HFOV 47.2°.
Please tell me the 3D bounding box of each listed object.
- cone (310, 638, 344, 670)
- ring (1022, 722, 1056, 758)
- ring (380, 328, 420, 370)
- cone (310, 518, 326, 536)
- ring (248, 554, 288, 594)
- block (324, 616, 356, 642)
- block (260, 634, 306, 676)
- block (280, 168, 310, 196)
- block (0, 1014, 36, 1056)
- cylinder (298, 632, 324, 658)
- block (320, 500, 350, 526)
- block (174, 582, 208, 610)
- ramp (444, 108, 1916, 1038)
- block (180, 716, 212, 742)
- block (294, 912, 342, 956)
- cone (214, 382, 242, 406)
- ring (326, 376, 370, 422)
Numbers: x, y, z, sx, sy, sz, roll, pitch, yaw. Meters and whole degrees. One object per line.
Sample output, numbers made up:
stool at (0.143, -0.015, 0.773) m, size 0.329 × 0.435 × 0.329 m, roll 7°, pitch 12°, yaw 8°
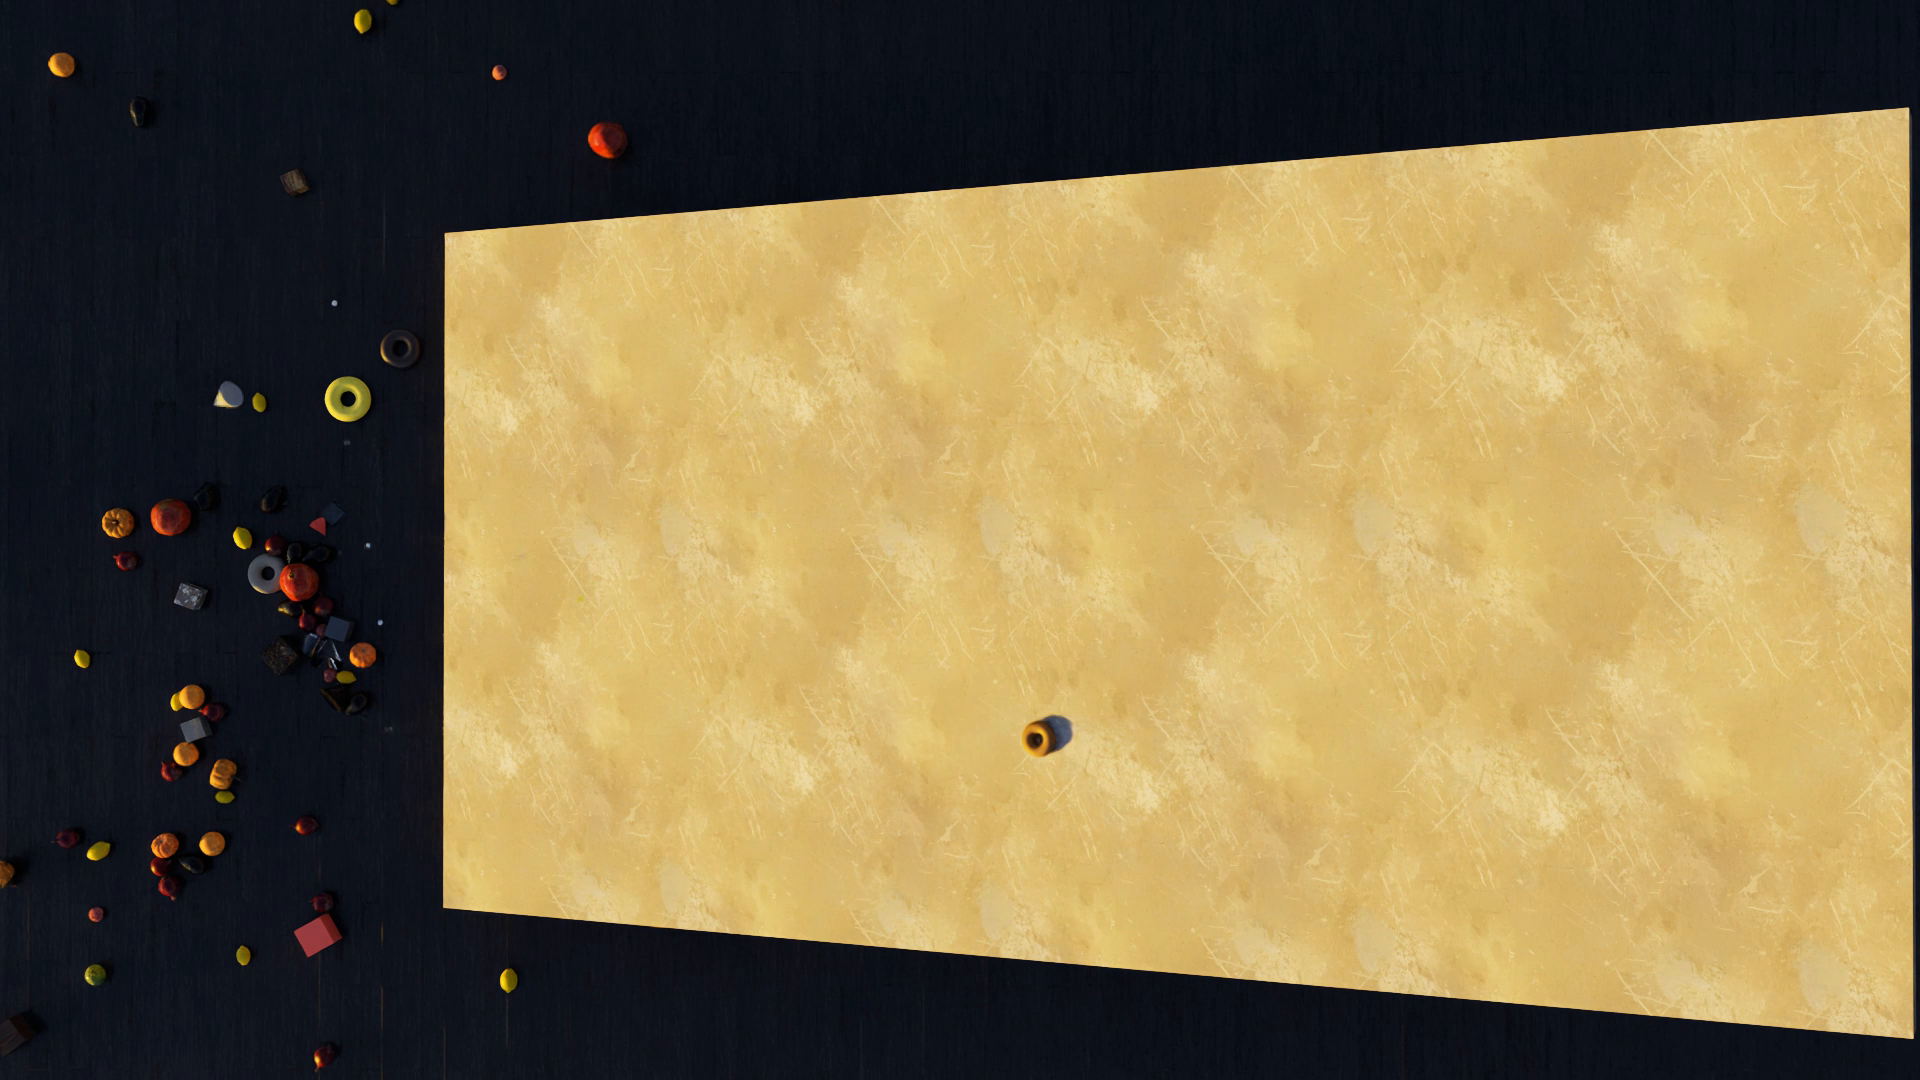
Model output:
cone at (-1.892, 0.328, 6.588) m, size 0.094 × 0.094 × 0.094 m, roll -2°, pitch 63°, yaw 0°
ring at (0.202, 0.510, 5.629) m, size 0.093 × 0.031 × 0.093 m, roll -1°, pitch 88°, yaw 28°
ring at (-1.678, -0.574, 6.599) m, size 0.122 × 0.041 × 0.122 m, roll 0°, pitch 88°, yaw 0°
cone at (-1.916, -0.033, 6.601) m, size 0.052 × 0.052 × 0.052 m, roll -24°, pitch 116°, yaw 0°
ring at (-2.073, 0.100, 6.592) m, size 0.122 × 0.041 × 0.122 m, roll 0°, pitch 88°, yaw -1°
block at (-1.855, 0.265, 6.579) m, size 0.062 × 0.062 × 0.062 m, roll 19°, pitch 89°, yaw 0°
block at (-2.022, 0.345, 6.566) m, size 0.085 × 0.085 × 0.085 m, roll -44°, pitch 90°, yaw 0°
block at (-1.995, -1.071, 6.596) m, size 0.057 × 0.057 × 0.057 m, roll -24°, pitch 89°, yaw 0°
block at (-2.827, 1.476, 6.556) m, size 0.081 × 0.081 × 0.081 m, roll -38°, pitch 90°, yaw 0°
cylinder at (-1.941, 0.314, 6.581) m, size 0.057 × 0.057 × 0.057 m, roll 27°, pitch 89°, yaw 0°
block at (-1.874, -0.079, 6.587) m, size 0.053 × 0.053 × 0.053 m, roll 41°, pitch 90°, yaw 0°
block at (-2.301, 0.168, 6.579) m, size 0.063 × 0.063 × 0.063 m, roll 20°, pitch 89°, yaw 0°
ramp at (0.279, 0.079, 5.668) m, size 4.000 × 0.100 × 2.000 m, roll 0°, pitch 89°, yaw 27°
block at (-2.284, 0.566, 6.576) m, size 0.060 × 0.060 × 0.060 m, roll -20°, pitch 89°, yaw 0°
block at (-1.913, 1.176, 6.556) m, size 0.088 × 0.088 × 0.088 m, roll -29°, pitch 89°, yaw 0°
cone at (-2.214, -0.422, 6.598) m, size 0.084 × 0.084 × 0.084 m, roll -24°, pitch 89°, yaw 26°
ring at (-1.835, -0.423, 6.595) m, size 0.137 × 0.046 × 0.137 m, roll 0°, pitch 90°, yaw -1°
